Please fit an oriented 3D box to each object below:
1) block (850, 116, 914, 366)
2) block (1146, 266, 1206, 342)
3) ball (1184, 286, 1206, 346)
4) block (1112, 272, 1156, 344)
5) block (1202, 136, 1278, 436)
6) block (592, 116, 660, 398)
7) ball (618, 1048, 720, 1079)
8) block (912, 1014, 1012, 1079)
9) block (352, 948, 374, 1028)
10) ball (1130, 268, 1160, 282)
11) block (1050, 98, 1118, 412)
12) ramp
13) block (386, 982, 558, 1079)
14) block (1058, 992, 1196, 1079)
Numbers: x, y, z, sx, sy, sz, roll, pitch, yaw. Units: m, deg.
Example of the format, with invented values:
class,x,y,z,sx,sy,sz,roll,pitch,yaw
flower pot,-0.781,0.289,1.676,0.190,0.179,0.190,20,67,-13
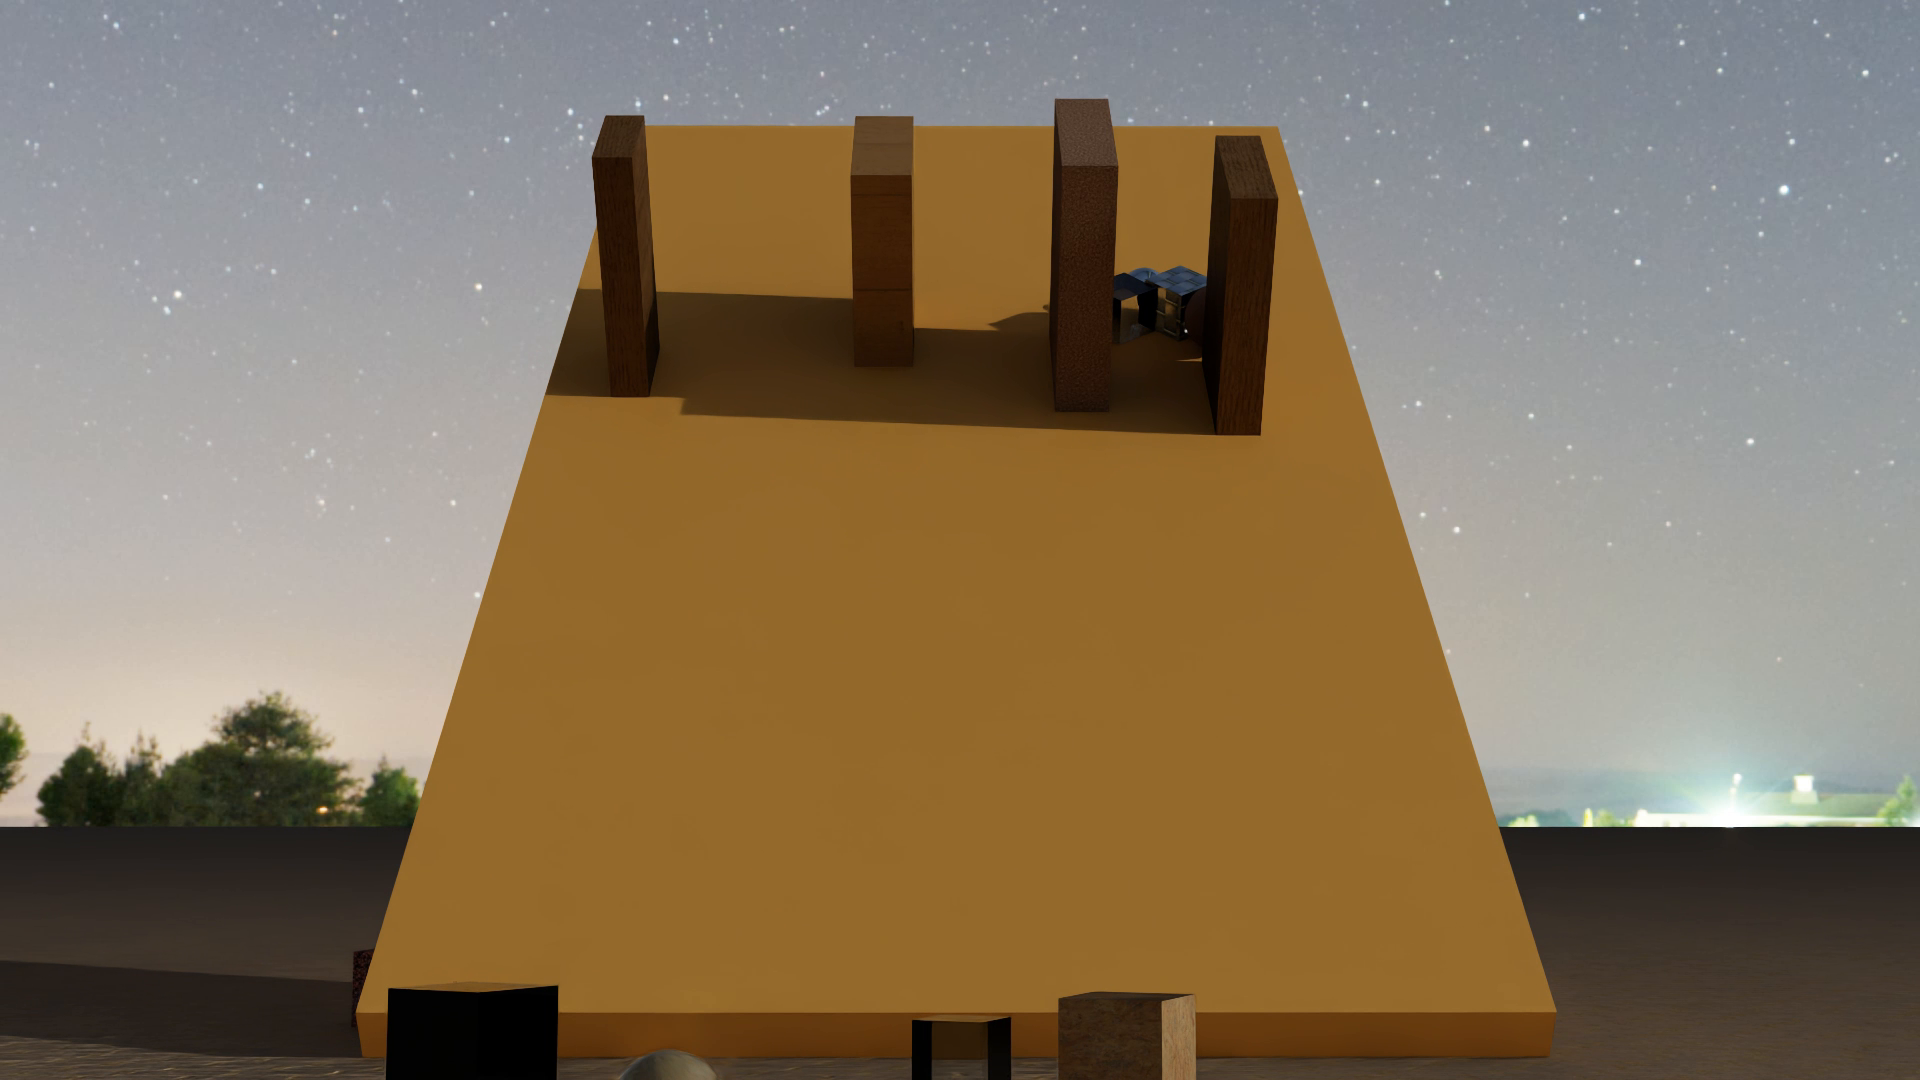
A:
class,x,y,z,sx,sy,sz,roll,pitch,yaw
block,-0.191,-0.752,6.107,0.147,0.513,0.386,0,31,0
block,0.565,-0.608,6.244,0.130,0.130,0.130,-24,39,-35
ball,0.652,-0.561,6.127,0.172,0.172,0.172,0,-7,0
block,0.415,-0.594,6.227,0.122,0.122,0.122,-23,38,-33
block,0.661,-0.605,5.779,0.106,0.605,0.380,0,31,0
block,-0.805,-0.684,5.881,0.093,0.624,0.266,0,31,0
ball,-0.337,0.656,2.807,0.134,0.134,0.134,0,-7,0
block,0.003,0.752,3.539,0.110,0.110,0.110,-3,-7,23
block,-1.095,0.876,4.762,0.144,0.144,0.144,-1,-7,6
ball,0.479,-0.650,6.324,0.119,0.119,0.119,0,-7,0
block,0.295,-0.691,5.889,0.129,0.635,0.426,0,31,0
ramp,-0.014,-0.201,5.786,2.000,0.100,4.000,0,31,0
block,-0.680,0.708,3.393,0.166,0.166,0.166,-4,-8,31
block,0.236,0.717,3.412,0.151,0.151,0.151,-3,-7,23
